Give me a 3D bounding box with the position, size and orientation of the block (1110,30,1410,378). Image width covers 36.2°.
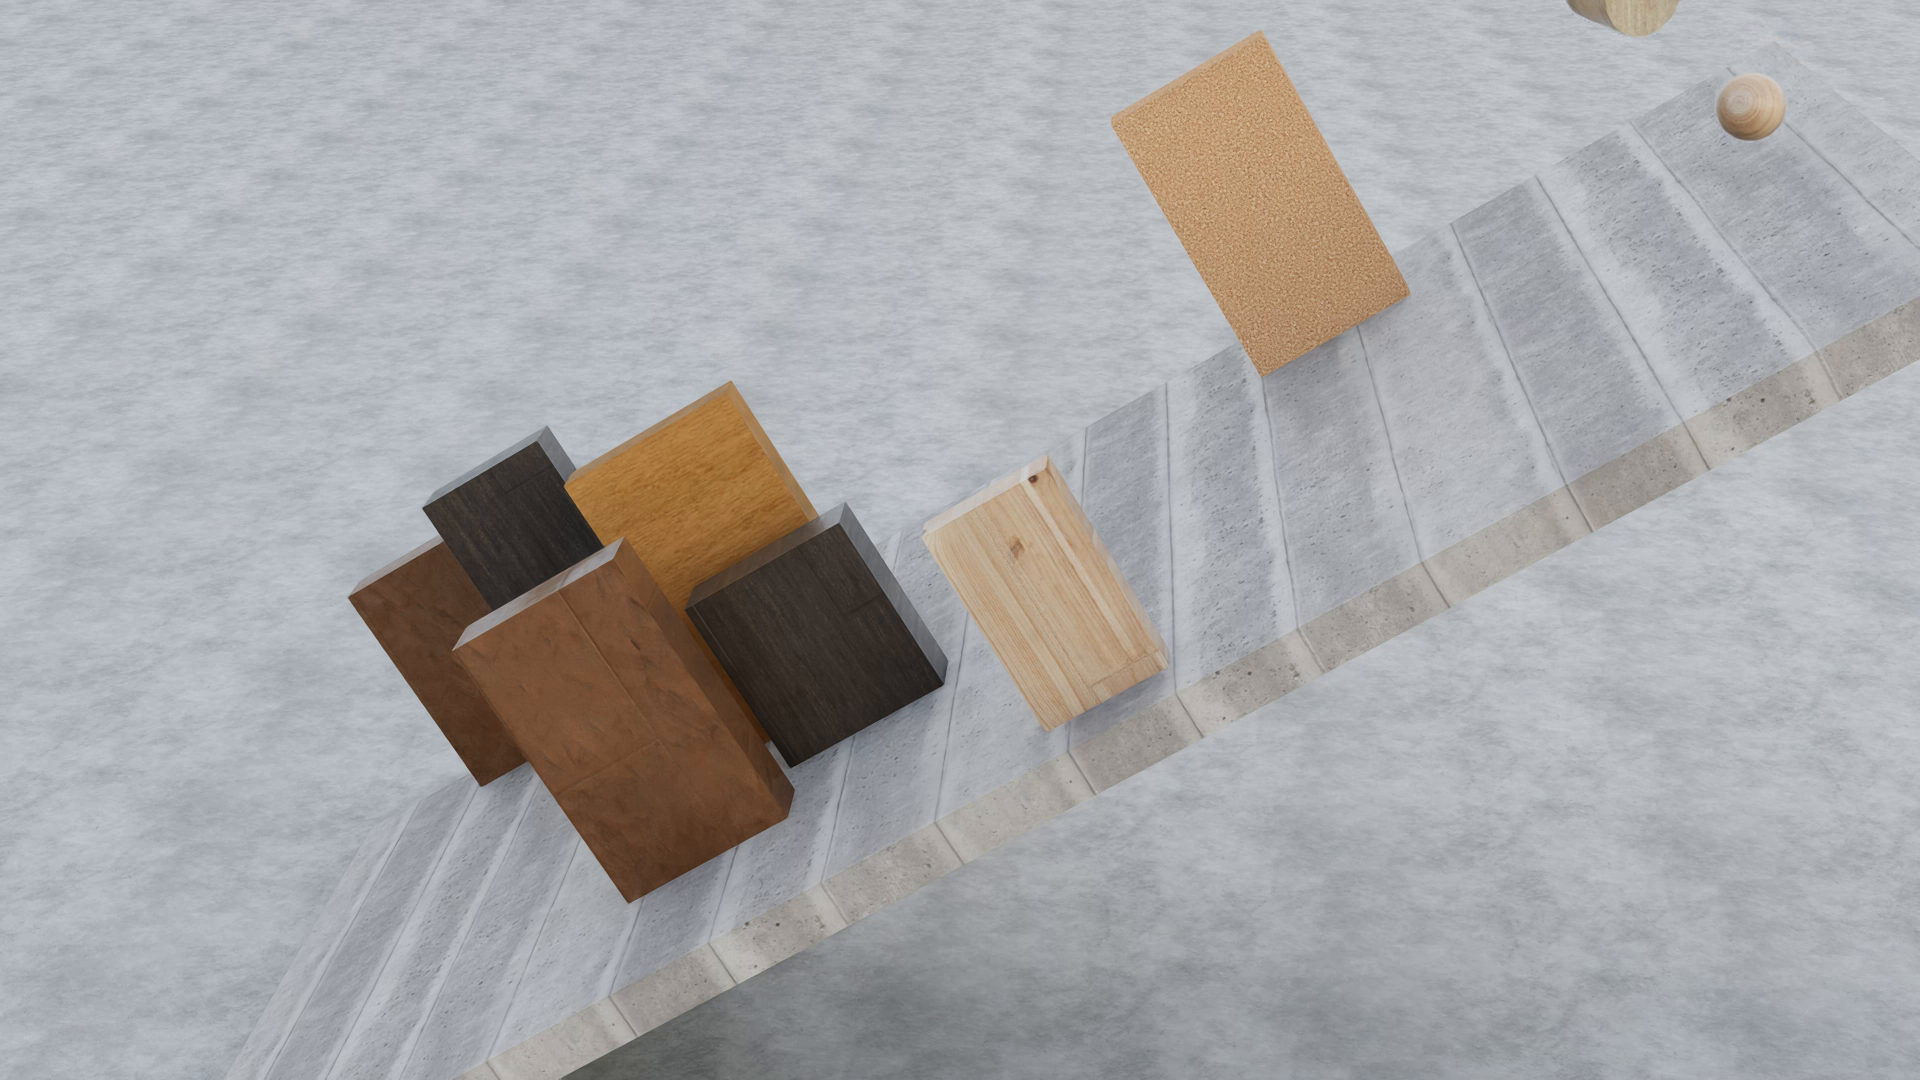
[{"bbox_3d":[0.678,-0.753,6.623,0.385,0.678,0.089,-29,15,13],"label":"block"}]

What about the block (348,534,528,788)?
[{"bbox_3d":[-1.164,0.257,7.323,0.443,0.588,0.117,-29,15,13],"label":"block"}]

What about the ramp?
[{"bbox_3d":[0.141,0.168,6.288,4.000,0.100,2.000,-29,15,13],"label":"ramp"}]

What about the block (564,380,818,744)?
[{"bbox_3d":[-0.474,0.065,6.287,0.408,0.710,0.092,-29,15,13],"label":"block"}]

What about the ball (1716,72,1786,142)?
[{"bbox_3d":[1.605,-0.878,5.965,0.138,0.138,0.138,0,19,0],"label":"ball"}]

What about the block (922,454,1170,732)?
[{"bbox_3d":[0.159,0.100,5.401,0.264,0.441,0.086,-29,15,13],"label":"block"}]

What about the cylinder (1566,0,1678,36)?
[{"bbox_3d":[1.268,-1.062,5.637,0.162,0.162,0.162,-6,24,-18],"label":"cylinder"}]

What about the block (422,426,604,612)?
[{"bbox_3d":[-0.857,0.154,6.650,0.312,0.778,0.118,-29,15,13],"label":"block"}]

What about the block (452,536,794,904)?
[{"bbox_3d":[-0.666,0.363,5.871,0.383,0.632,0.136,-29,15,13],"label":"block"}]

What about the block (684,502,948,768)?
[{"bbox_3d":[-0.294,0.198,6.085,0.375,0.407,0.137,-29,15,13],"label":"block"}]
